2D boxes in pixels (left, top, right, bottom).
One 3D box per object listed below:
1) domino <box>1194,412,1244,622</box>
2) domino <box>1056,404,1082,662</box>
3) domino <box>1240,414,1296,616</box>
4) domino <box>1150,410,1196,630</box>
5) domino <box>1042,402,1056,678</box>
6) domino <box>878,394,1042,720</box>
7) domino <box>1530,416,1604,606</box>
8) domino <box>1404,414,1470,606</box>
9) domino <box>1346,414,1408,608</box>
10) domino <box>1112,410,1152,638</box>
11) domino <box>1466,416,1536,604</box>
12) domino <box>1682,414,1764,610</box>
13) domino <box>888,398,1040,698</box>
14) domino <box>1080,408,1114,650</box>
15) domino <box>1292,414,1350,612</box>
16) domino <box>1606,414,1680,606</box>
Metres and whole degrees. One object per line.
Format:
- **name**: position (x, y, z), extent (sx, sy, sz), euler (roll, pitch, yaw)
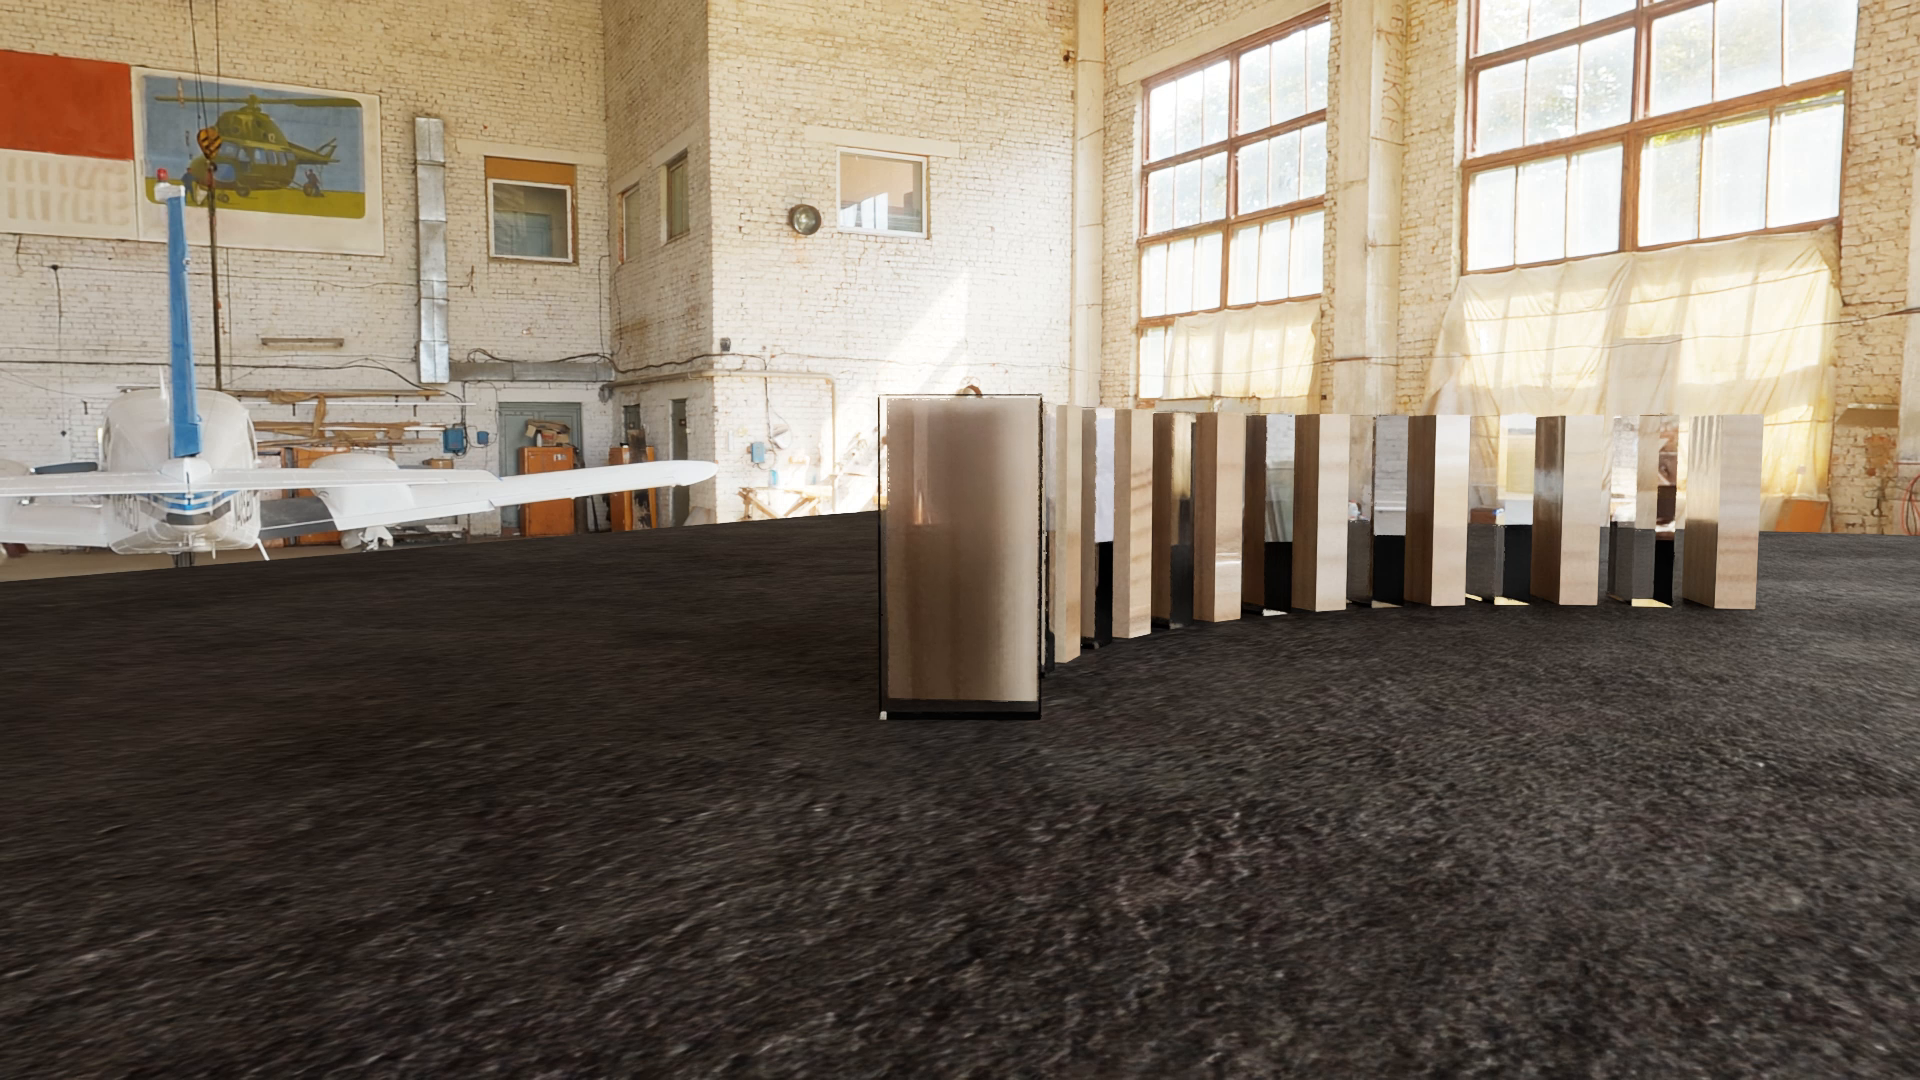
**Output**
- **domino**: position (0.057, -0.006, 0.318), extent (0.010, 0.050, 0.025), euler (-3, 5, -38)
- **domino**: position (0.011, -0.002, 0.257), extent (0.025, 0.050, 0.010), euler (2, 5, 22)
- **domino**: position (0.073, -0.007, 0.329), extent (0.009, 0.050, 0.025), euler (-3, 5, -31)
- **domino**: position (0.043, -0.005, 0.305), extent (0.025, 0.050, 0.009), euler (4, 6, 44)
- **domino**: position (0.005, 0.000, 0.239), extent (0.025, 0.050, 0.010), euler (1, 4, 15)
- **domino**: position (0.000, 0.002, 0.201), extent (0.025, 0.050, 0.010), euler (0, 4, 0)
- **domino**: position (0.165, -0.009, 0.350), extent (0.010, 0.050, 0.025), euler (1, 4, 7)
- **domino**: position (0.127, -0.009, 0.349), extent (0.010, 0.050, 0.025), euler (-1, 4, -9)
- **domino**: position (0.108, -0.008, 0.344), extent (0.010, 0.050, 0.025), euler (-1, 4, -17)
- **domino**: position (0.030, -0.004, 0.290), extent (0.025, 0.050, 0.009), euler (3, 5, 37)
- **domino**: position (0.146, -0.009, 0.351), extent (0.009, 0.050, 0.025), euler (0, 4, -2)
- **domino**: position (0.203, -0.008, 0.342), extent (0.010, 0.050, 0.025), euler (1, 4, 12)
- **domino**: position (0.001, 0.001, 0.220), extent (0.025, 0.050, 0.009), euler (0, 4, 6)
- **domino**: position (0.019, -0.003, 0.274), extent (0.025, 0.050, 0.010), euler (2, 5, 30)
- **domino**: position (0.090, -0.008, 0.338), extent (0.009, 0.050, 0.025), euler (-2, 5, -24)
- **domino**: position (0.184, -0.008, 0.346), extent (0.010, 0.050, 0.025), euler (1, 4, 13)
